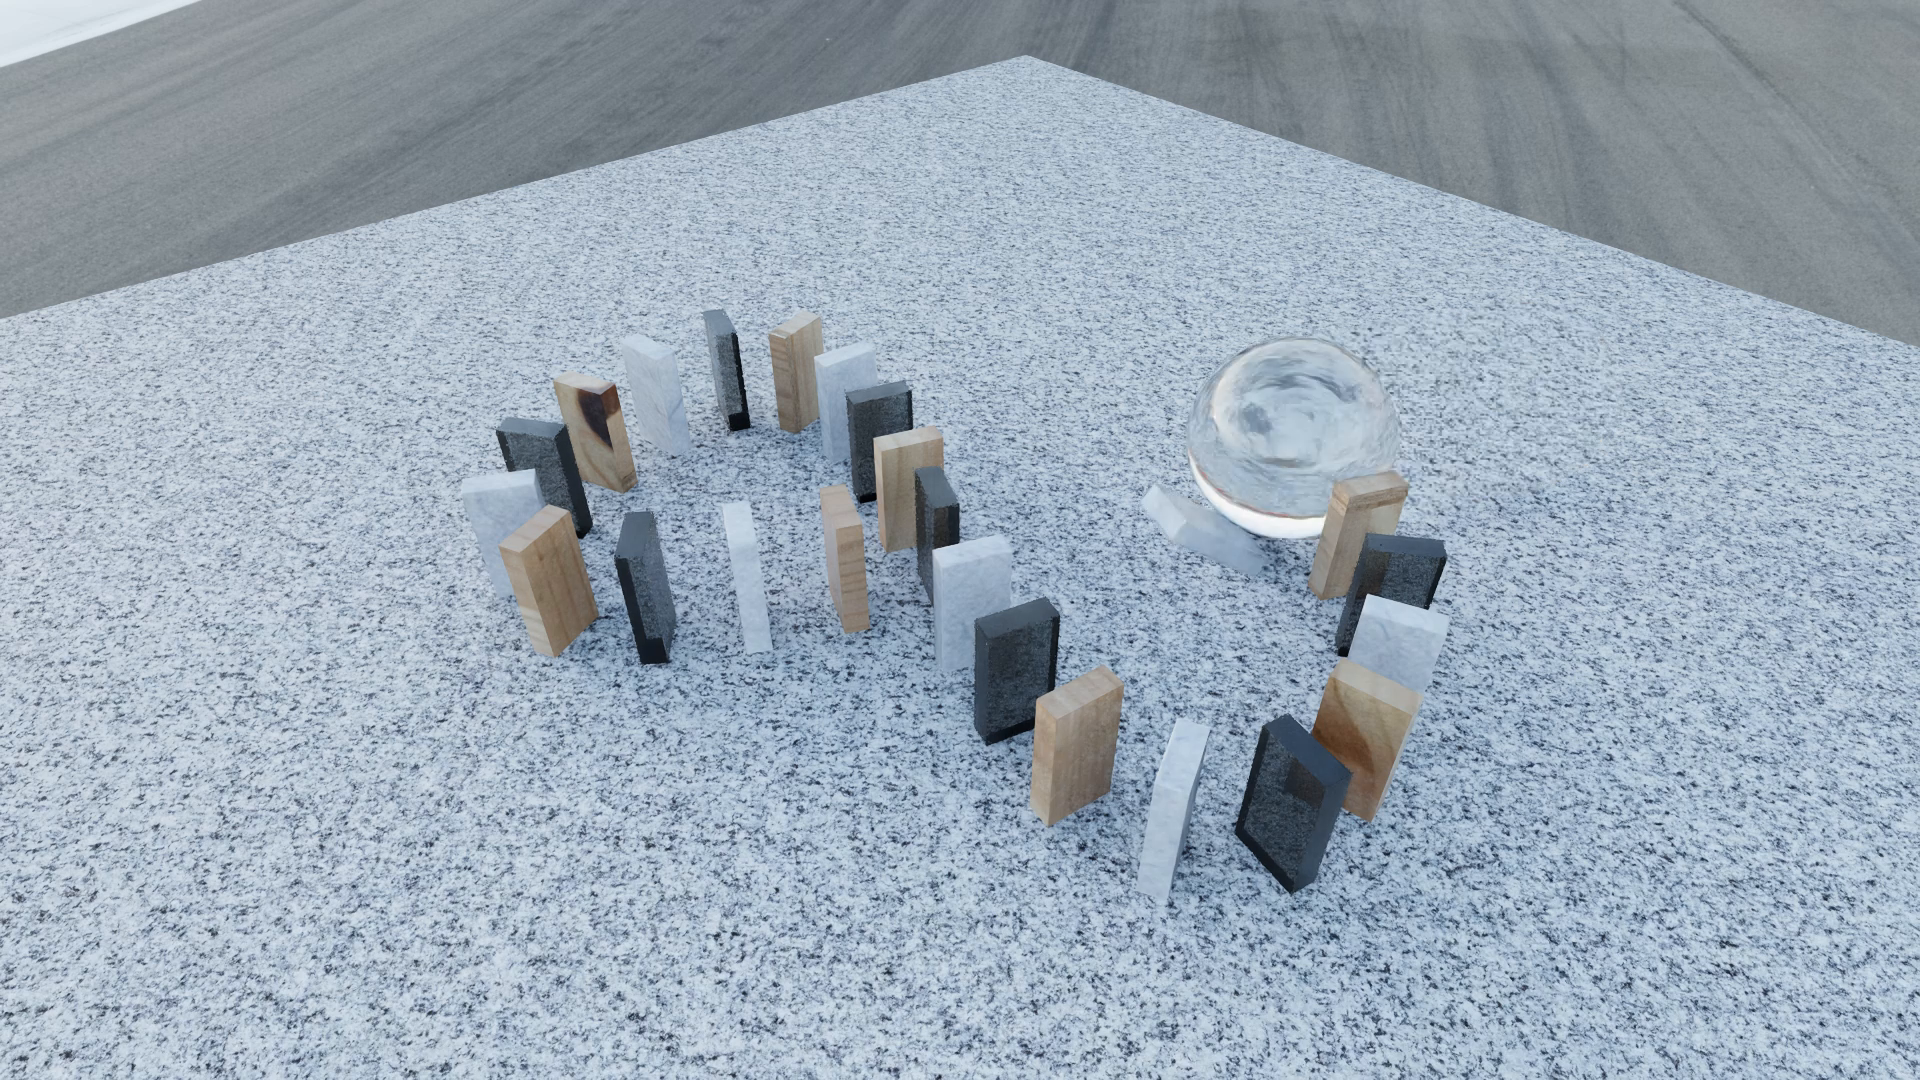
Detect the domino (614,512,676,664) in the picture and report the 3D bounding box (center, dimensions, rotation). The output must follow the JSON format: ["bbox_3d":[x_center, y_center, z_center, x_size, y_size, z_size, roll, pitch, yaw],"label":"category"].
[{"bbox_3d":[-0.111,0.017,0.390,0.010,0.050,0.025,-3,39,-4],"label":"domino"}]

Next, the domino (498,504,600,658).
[{"bbox_3d":[-0.146,0.015,0.393,0.010,0.050,0.025,16,42,19],"label":"domino"}]

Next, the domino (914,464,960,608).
[{"bbox_3d":[-0.008,0.000,0.411,0.009,0.050,0.025,-11,41,-13],"label":"domino"}]

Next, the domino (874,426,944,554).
[{"bbox_3d":[-0.020,-0.020,0.435,0.025,0.050,0.009,-14,41,-16],"label":"domino"}]

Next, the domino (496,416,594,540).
[{"bbox_3d":[-0.166,-0.024,0.441,0.025,0.050,0.009,8,40,10],"label":"domino"}]

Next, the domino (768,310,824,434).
[{"bbox_3d":[-0.074,-0.077,0.505,0.010,0.050,0.025,22,44,25],"label":"domino"}]

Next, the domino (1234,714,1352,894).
[{"bbox_3d":[0.095,0.077,0.318,0.009,0.050,0.025,-20,43,-23],"label":"domino"}]

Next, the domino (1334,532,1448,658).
[{"bbox_3d":[0.150,0.021,0.386,0.025,0.050,0.010,6,40,7],"label":"domino"}]

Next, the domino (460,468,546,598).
[{"bbox_3d":[-0.167,-0.002,0.414,0.025,0.050,0.009,-9,40,-11],"label":"domino"}]

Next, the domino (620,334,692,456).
[{"bbox_3d":[-0.135,-0.064,0.490,0.025,0.050,0.009,28,47,30],"label":"domino"}]

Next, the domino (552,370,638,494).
[{"bbox_3d":[-0.154,-0.045,0.467,0.025,0.050,0.010,18,42,20],"label":"domino"}]

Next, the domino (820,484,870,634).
[{"bbox_3d":[-0.042,0.007,0.403,0.009,0.050,0.025,-12,41,-14],"label":"domino"}]

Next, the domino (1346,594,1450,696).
[{"bbox_3d":[0.139,0.042,0.360,0.025,0.050,0.009,16,42,19],"label":"domino"}]

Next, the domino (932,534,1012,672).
[{"bbox_3d":[0.004,0.023,0.384,0.025,0.050,0.009,-13,41,-15],"label":"domino"}]

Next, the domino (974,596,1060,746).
[{"bbox_3d":[0.018,0.043,0.358,0.025,0.050,0.010,-17,42,-19],"label":"domino"}]

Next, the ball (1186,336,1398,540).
[{"bbox_3d":[0.131,-0.040,0.436,0.080,0.080,0.080,0,39,0],"label":"ball"}]

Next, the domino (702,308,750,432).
[{"bbox_3d":[-0.107,-0.078,0.507,0.009,0.050,0.025,-15,42,-18],"label":"domino"}]

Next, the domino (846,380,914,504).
[{"bbox_3d":[-0.033,-0.041,0.461,0.025,0.050,0.010,-15,42,-17],"label":"domino"}]

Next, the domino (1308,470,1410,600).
[{"bbox_3d":[0.149,-0.001,0.413,0.025,0.050,0.009,-11,41,-14],"label":"domino"}]

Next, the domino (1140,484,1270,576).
[{"bbox_3d":[0.095,-0.003,0.425,0.050,0.010,0.025,20,24,-35],"label":"domino"}]

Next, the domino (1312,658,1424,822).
[{"bbox_3d":[0.121,0.062,0.336,0.025,0.050,0.009,27,46,29],"label":"domino"}]

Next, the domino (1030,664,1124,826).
[{"bbox_3d":[0.035,0.063,0.334,0.025,0.050,0.009,-23,45,-25],"label":"domino"}]

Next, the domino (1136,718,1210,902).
[{"bbox_3d":[0.061,0.078,0.316,0.010,0.050,0.025,15,42,18],"label":"domino"}]

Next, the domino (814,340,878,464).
[{"bbox_3d":[-0.049,-0.061,0.485,0.025,0.050,0.009,-24,45,-26],"label":"domino"}]

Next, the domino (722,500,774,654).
[{"bbox_3d":[-0.076,0.014,0.395,0.009,0.050,0.025,-9,40,-11],"label":"domino"}]
